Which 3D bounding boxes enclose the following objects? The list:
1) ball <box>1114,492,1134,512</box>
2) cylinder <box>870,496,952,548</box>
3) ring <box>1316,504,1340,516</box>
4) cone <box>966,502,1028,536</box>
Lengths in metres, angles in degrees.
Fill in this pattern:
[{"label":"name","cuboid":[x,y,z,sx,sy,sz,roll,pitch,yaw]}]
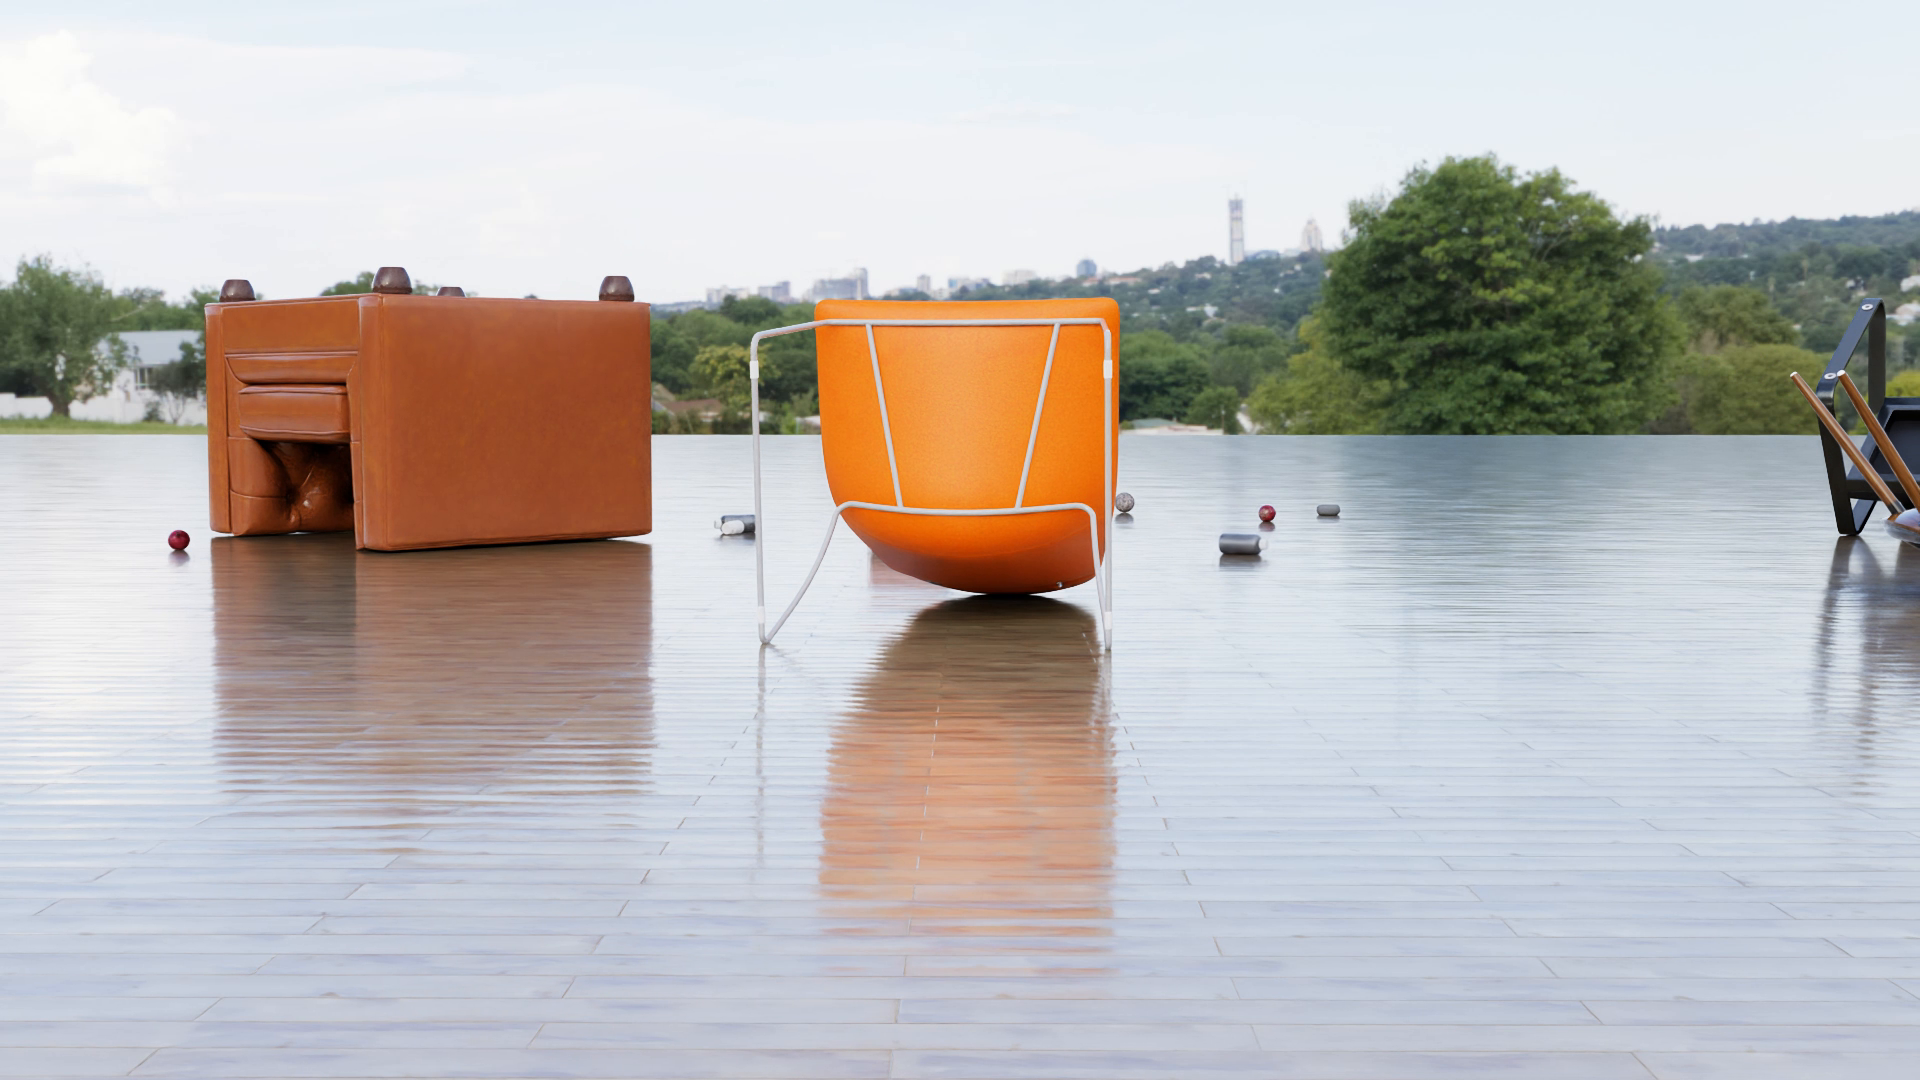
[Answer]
[{"label":"ball","cuboid":[0.598,-0.137,7.998,0.074,0.074,0.074,0,4,0]},{"label":"cylinder","cuboid":[-0.138,-0.049,6.191,0.218,0.136,0.167,0,-31,3]},{"label":"ring","cuboid":[1.315,-0.108,7.854,0.083,0.037,0.107,0,3,21]},{"label":"cone","cuboid":[0.079,-0.043,6.795,0.167,0.108,0.211,-5,-8,-39]}]
